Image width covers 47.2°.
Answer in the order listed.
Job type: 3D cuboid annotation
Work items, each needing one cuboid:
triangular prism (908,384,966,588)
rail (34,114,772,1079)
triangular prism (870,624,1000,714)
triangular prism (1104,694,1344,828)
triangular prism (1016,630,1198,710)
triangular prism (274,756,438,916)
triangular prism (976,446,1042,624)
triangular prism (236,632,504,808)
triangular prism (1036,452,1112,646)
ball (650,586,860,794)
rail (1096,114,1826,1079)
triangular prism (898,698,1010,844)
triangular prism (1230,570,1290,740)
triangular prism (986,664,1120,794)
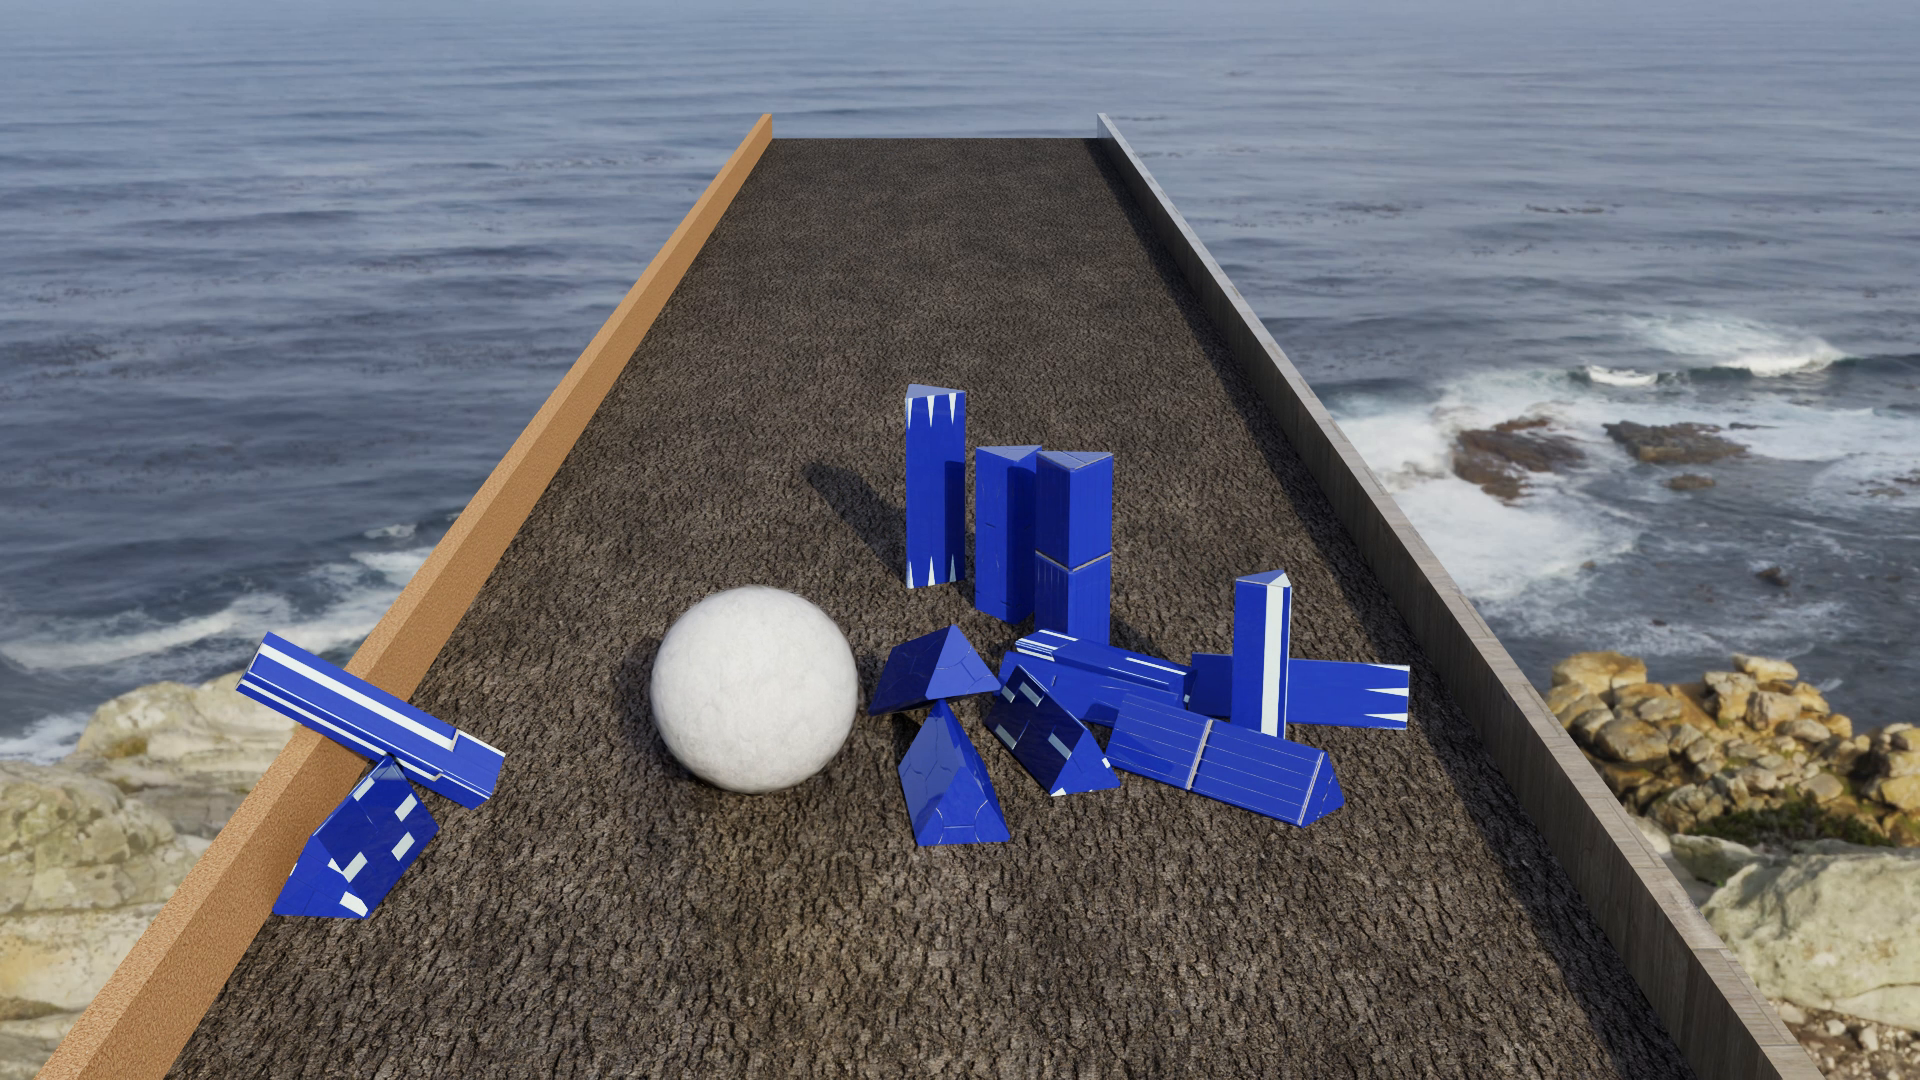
[{"bbox_3d":[-0.080,-0.125,4.891,0.143,0.431,0.124,-9,19,-27],"label":"triangular prism"},{"bbox_3d":[-1.118,-0.838,7.780,0.050,0.150,12.000,0,17,-1],"label":"rail"},{"bbox_3d":[-0.059,0.234,3.993,0.139,0.121,0.332,-6,-7,-21],"label":"triangular prism"},{"bbox_3d":[0.450,0.366,3.787,0.414,0.114,0.131,14,22,40],"label":"triangular prism"},{"bbox_3d":[0.284,0.237,4.211,0.361,0.096,0.083,14,53,38],"label":"triangular prism"},{"bbox_3d":[-0.947,0.457,3.447,0.151,0.131,0.315,1,17,6],"label":"triangular prism"},{"bbox_3d":[0.123,-0.019,4.664,0.120,0.356,0.139,-12,20,-35],"label":"triangular prism"},{"bbox_3d":[-0.961,0.293,3.617,0.436,0.094,0.109,30,-30,-16],"label":"triangular prism"},{"bbox_3d":[0.205,0.036,4.367,0.128,0.420,0.148,11,20,33],"label":"triangular prism"},{"bbox_3d":[-0.349,0.256,3.746,0.354,0.354,0.354,0,17,0],"label":"ball"},{"bbox_3d":[0.932,-0.844,7.801,0.050,0.150,12.000,0,17,-1],"label":"rail"},{"bbox_3d":[-0.013,0.382,3.699,0.151,0.131,0.313,-2,17,-7],"label":"triangular prism"},{"bbox_3d":[0.545,0.224,3.882,0.102,0.337,0.088,9,19,28],"label":"triangular prism"},{"bbox_3d":[0.162,0.329,3.914,0.129,0.112,0.345,-5,17,-17],"label":"triangular prism"}]
